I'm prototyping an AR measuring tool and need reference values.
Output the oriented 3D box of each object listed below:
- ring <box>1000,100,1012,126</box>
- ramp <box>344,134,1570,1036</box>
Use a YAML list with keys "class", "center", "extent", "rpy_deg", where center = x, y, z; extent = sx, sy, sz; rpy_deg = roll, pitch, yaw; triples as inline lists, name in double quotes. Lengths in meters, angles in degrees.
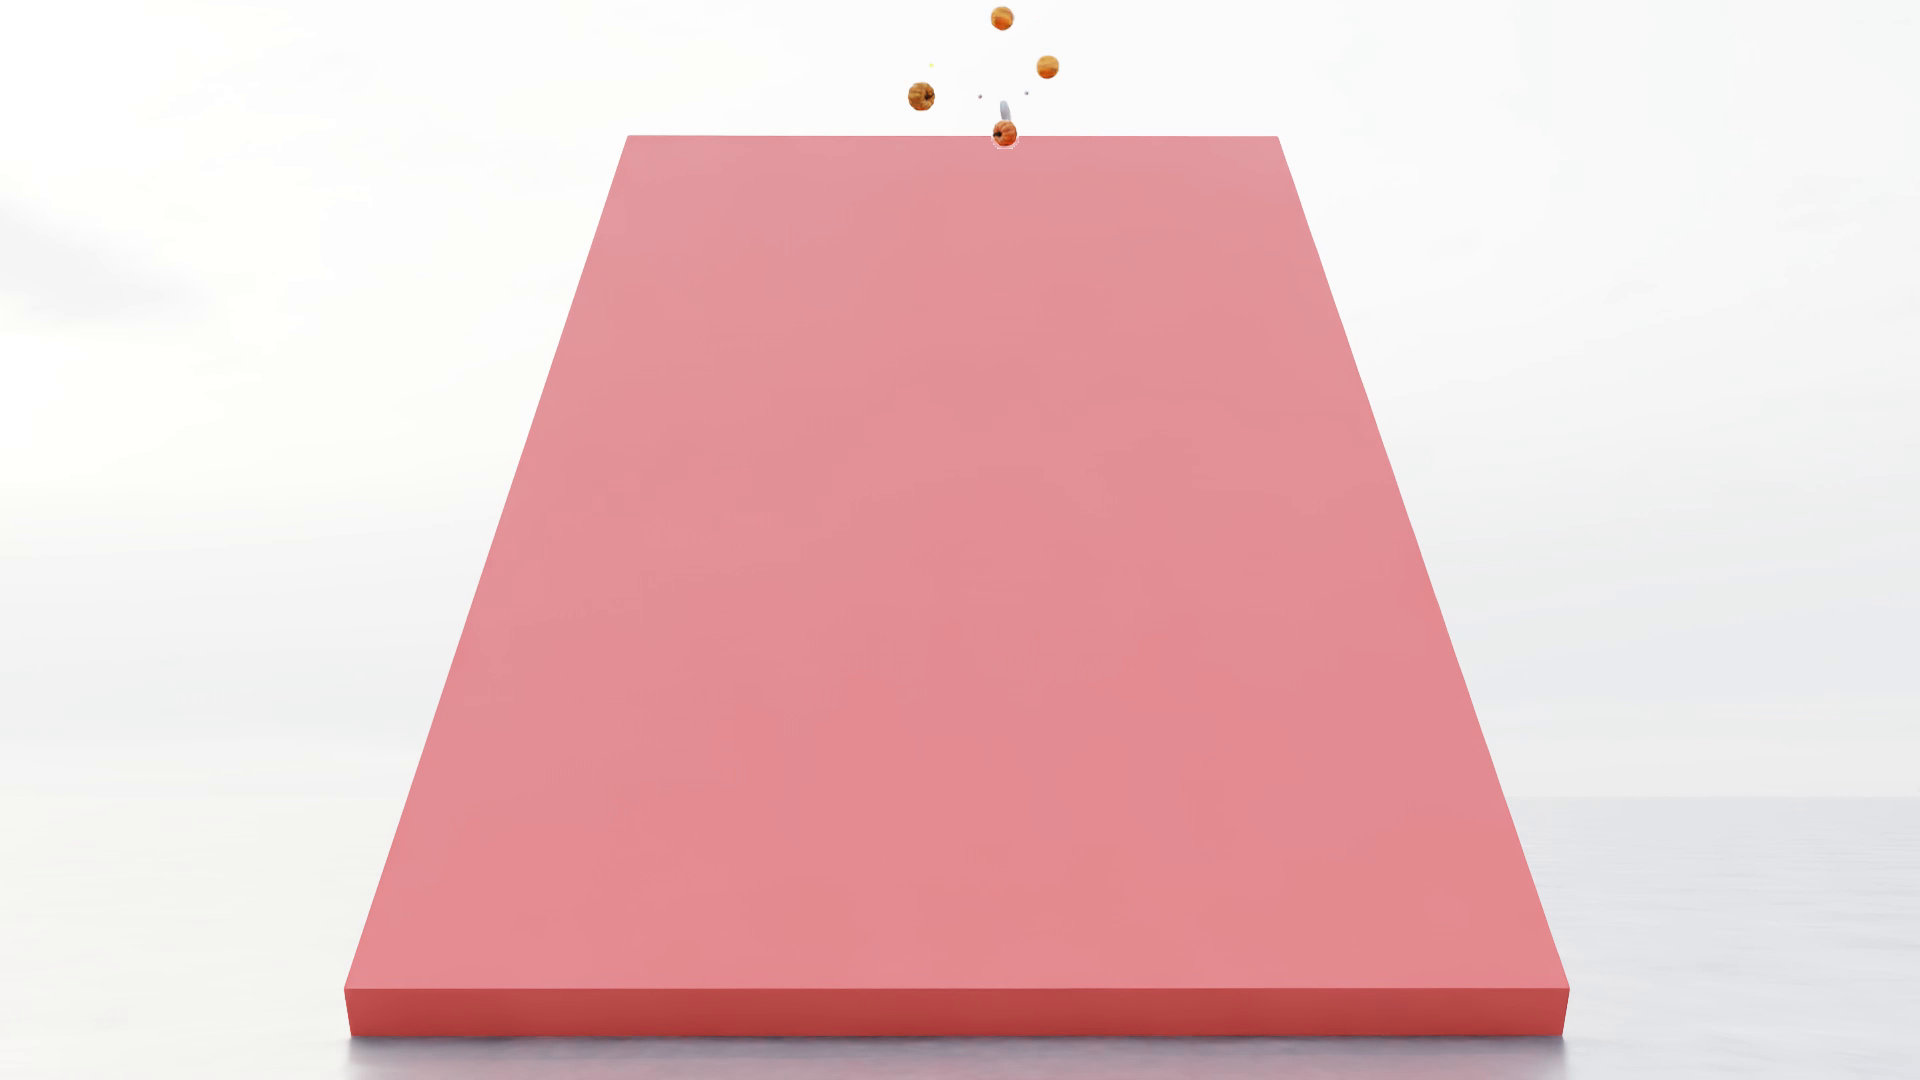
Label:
- class: "ring"
  center: [0.136, -1.275, 7.197]
  extent: [0.027, 0.081, 0.081]
  rpy_deg: [-12, -8, 9]
- class: "ramp"
  center: [-0.013, -0.213, 5.692]
  extent: [2.000, 0.100, 4.000]
  rpy_deg: [0, 30, 0]
